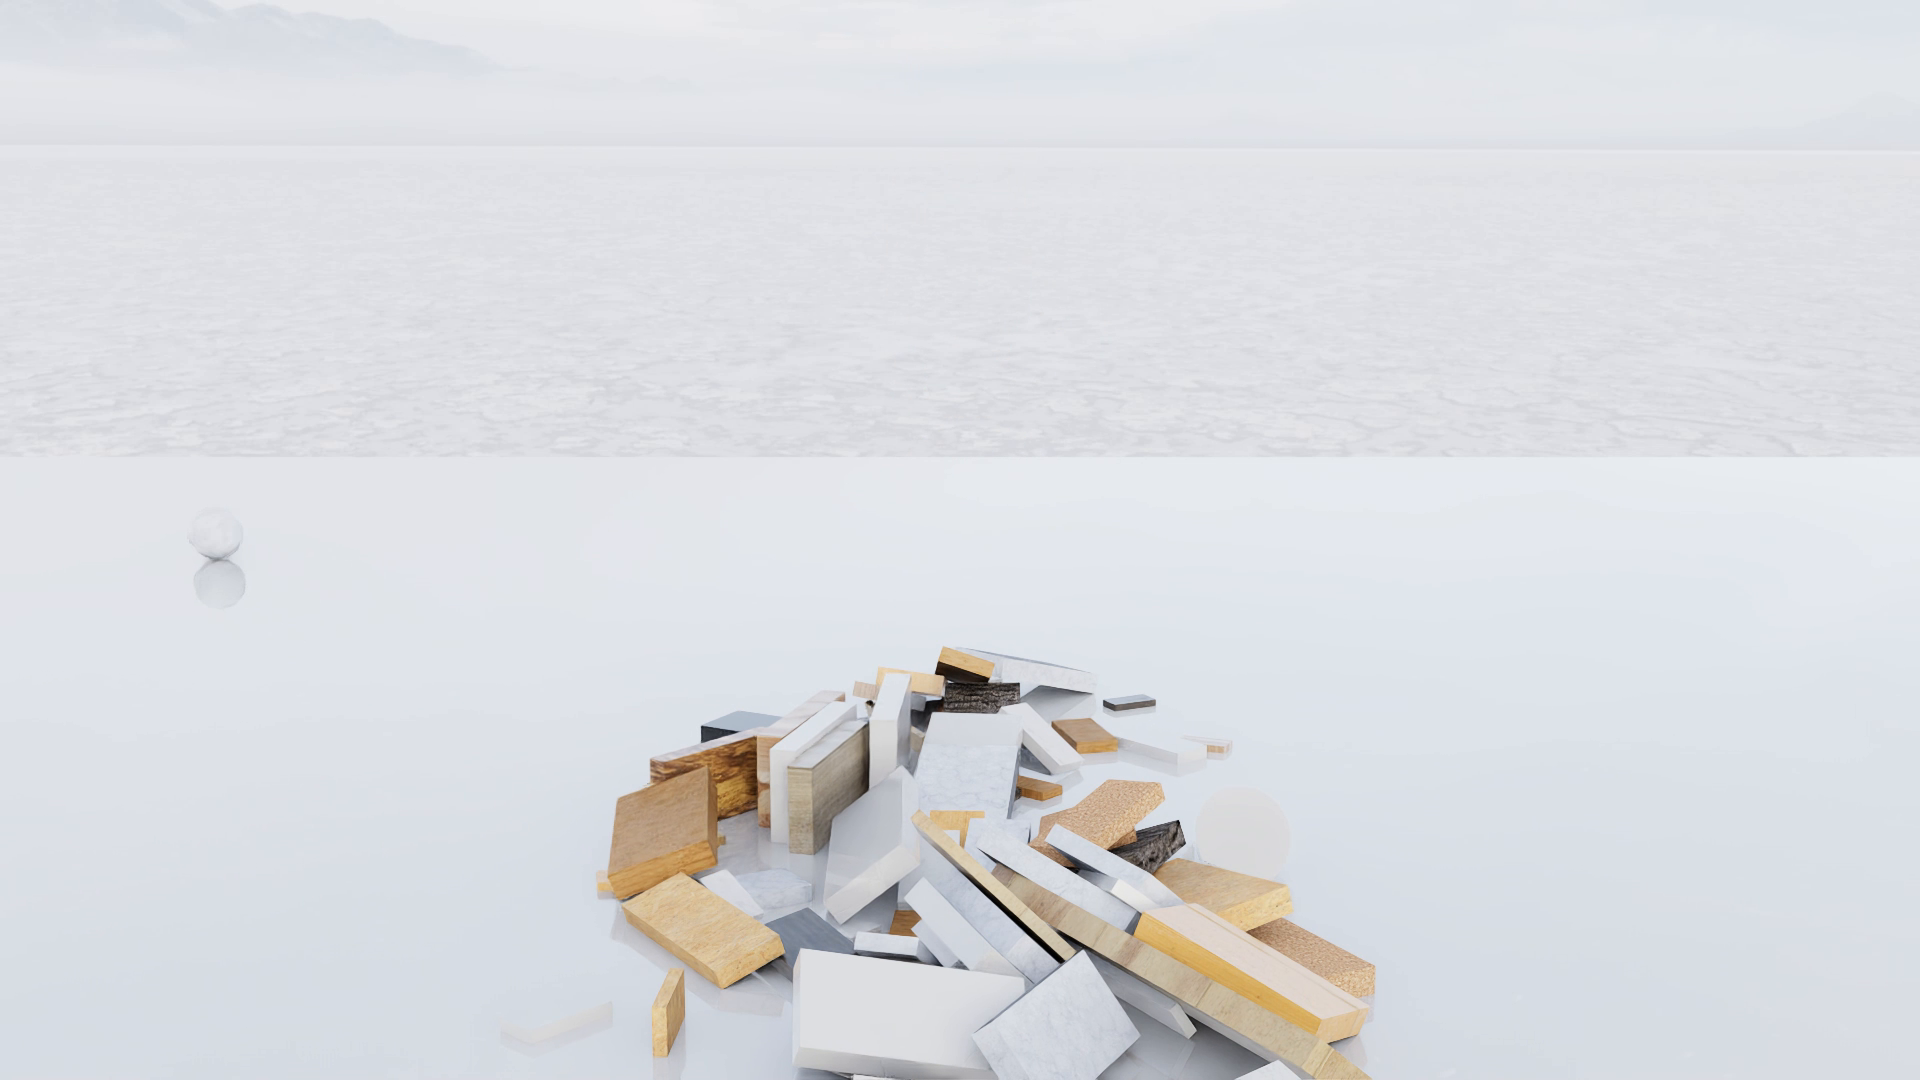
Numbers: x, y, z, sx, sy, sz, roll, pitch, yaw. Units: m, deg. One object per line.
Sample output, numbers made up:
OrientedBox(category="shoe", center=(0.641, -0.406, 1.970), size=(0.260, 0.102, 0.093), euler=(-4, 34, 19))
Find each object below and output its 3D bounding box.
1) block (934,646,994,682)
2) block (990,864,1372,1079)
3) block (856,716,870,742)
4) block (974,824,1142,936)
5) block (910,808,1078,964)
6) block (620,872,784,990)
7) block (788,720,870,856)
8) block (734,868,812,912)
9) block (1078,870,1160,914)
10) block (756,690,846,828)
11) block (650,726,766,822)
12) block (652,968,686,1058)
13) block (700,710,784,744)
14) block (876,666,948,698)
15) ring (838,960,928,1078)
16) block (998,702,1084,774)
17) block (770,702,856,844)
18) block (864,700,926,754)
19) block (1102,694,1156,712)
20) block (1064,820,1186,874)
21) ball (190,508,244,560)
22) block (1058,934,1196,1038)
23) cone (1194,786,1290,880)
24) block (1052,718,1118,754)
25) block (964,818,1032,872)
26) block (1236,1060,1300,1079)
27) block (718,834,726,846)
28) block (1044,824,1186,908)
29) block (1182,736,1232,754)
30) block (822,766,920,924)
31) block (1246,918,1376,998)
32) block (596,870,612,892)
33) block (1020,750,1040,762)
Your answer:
OrientedBox(category="block", center=(0.007, 0.276, 4.668), size=(0.112, 0.032, 0.469), euler=(18, -7, 1))
OrientedBox(category="block", center=(0.294, 0.624, 3.124), size=(0.153, 0.043, 0.782), euler=(40, -12, -30))
OrientedBox(category="block", center=(-0.257, 0.408, 4.561), size=(0.112, 0.032, 0.223), euler=(4, 11, 20))
OrientedBox(category="block", center=(0.175, 0.545, 3.379), size=(0.303, 0.043, 0.152), euler=(26, -13, 38))
OrientedBox(category="block", center=(0.053, 0.528, 3.305), size=(0.334, 0.020, 0.072), euler=(39, -14, 26))
OrientedBox(category="block", center=(-0.403, 0.603, 3.418), size=(0.113, 0.032, 0.339), euler=(-27, 22, -26))
OrientedBox(category="block", center=(-0.237, 0.447, 4.006), size=(0.045, 0.159, 0.318), euler=(3, 11, 16))
OrientedBox(category="block", center=(-0.360, 0.584, 3.619), size=(0.207, 0.029, 0.104), euler=(-6, 12, -30))
OrientedBox(category="block", center=(0.239, 0.541, 3.346), size=(0.084, 0.024, 0.246), euler=(35, -10, -5))
OrientedBox(category="block", center=(-0.296, 0.411, 4.162), size=(0.049, 0.173, 0.346), euler=(3, 11, 16))
OrientedBox(category="block", center=(-0.452, 0.445, 4.063), size=(0.040, 0.141, 0.283), euler=(8, 13, 40))
OrientedBox(category="block", center=(-0.409, 0.662, 3.085), size=(0.020, 0.072, 0.144), euler=(0, 11, 3))
OrientedBox(category="block", center=(-0.412, 0.415, 4.263), size=(0.128, 0.128, 0.128), euler=(6, 12, 28))
OrientedBox(category="block", center=(-0.102, 0.312, 4.794), size=(0.141, 0.040, 0.283), euler=(8, -5, 2))
OrientedBox(category="ring", center=(-0.094, 0.661, 3.033), size=(0.276, 0.092, 0.276), euler=(3, 13, -1))
OrientedBox(category="block", center=(0.159, 0.395, 4.383), size=(0.176, 0.025, 0.088), euler=(44, 26, 26))
OrientedBox(category="block", center=(-0.268, 0.427, 4.075), size=(0.049, 0.173, 0.346), euler=(3, 11, 15))
OrientedBox(category="block", center=(-0.130, 0.394, 4.591), size=(0.014, 0.048, 0.309), euler=(-20, 17, -20))
OrientedBox(category="block", center=(0.375, 0.360, 4.867), size=(0.105, 0.015, 0.053), euler=(-5, 12, -27))
OrientedBox(category="block", center=(0.262, 0.527, 3.621), size=(0.152, 0.043, 0.303), euler=(-18, -2, 19))
OrientedBox(category="ball", center=(-2.208, -0.018, 6.532), size=(0.151, 0.151, 0.151), euler=(0, 11, 0))
OrientedBox(category="block", center=(0.234, 0.647, 3.204), size=(0.017, 0.059, 0.312), euler=(-42, 27, -18))
OrientedBox(category="cone", center=(0.458, 0.526, 3.802), size=(0.173, 0.173, 0.173), euler=(-3, -16, -16))
OrientedBox(category="block", center=(0.258, 0.408, 4.581), size=(0.088, 0.025, 0.176), euler=(-3, 11, -15))
OrientedBox(category="block", center=(0.058, 0.532, 3.646), size=(0.103, 0.029, 0.207), euler=(1, 26, 7))
OrientedBox(category="block", center=(0.247, 0.718, 2.502), size=(0.337, 0.168, 0.048), euler=(-10, 36, -42))
OrientedBox(category="block", center=(-0.474, 0.539, 3.901), size=(0.054, 0.015, 0.108), euler=(9, 14, 40))
OrientedBox(category="block", center=(0.239, 0.509, 3.358), size=(0.113, 0.032, 0.226), euler=(42, -13, -37))
OrientedBox(category="block", center=(0.503, 0.422, 4.535), size=(0.105, 0.015, 0.053), euler=(4, 11, 22))
OrientedBox(category="block", center=(-0.146, 0.505, 3.704), size=(0.159, 0.045, 0.507), euler=(-38, 7, 4))
OrientedBox(category="block", center=(0.472, 0.630, 3.336), size=(0.153, 0.043, 0.307), euler=(-6, 12, -27))
OrientedBox(category="block", center=(-0.559, 0.572, 3.713), size=(0.108, 0.015, 0.054), euler=(-2, 15, -11))
OrientedBox(category="block", center=(0.176, 0.434, 4.472), size=(0.095, 0.014, 0.048), euler=(-4, 11, -21))
